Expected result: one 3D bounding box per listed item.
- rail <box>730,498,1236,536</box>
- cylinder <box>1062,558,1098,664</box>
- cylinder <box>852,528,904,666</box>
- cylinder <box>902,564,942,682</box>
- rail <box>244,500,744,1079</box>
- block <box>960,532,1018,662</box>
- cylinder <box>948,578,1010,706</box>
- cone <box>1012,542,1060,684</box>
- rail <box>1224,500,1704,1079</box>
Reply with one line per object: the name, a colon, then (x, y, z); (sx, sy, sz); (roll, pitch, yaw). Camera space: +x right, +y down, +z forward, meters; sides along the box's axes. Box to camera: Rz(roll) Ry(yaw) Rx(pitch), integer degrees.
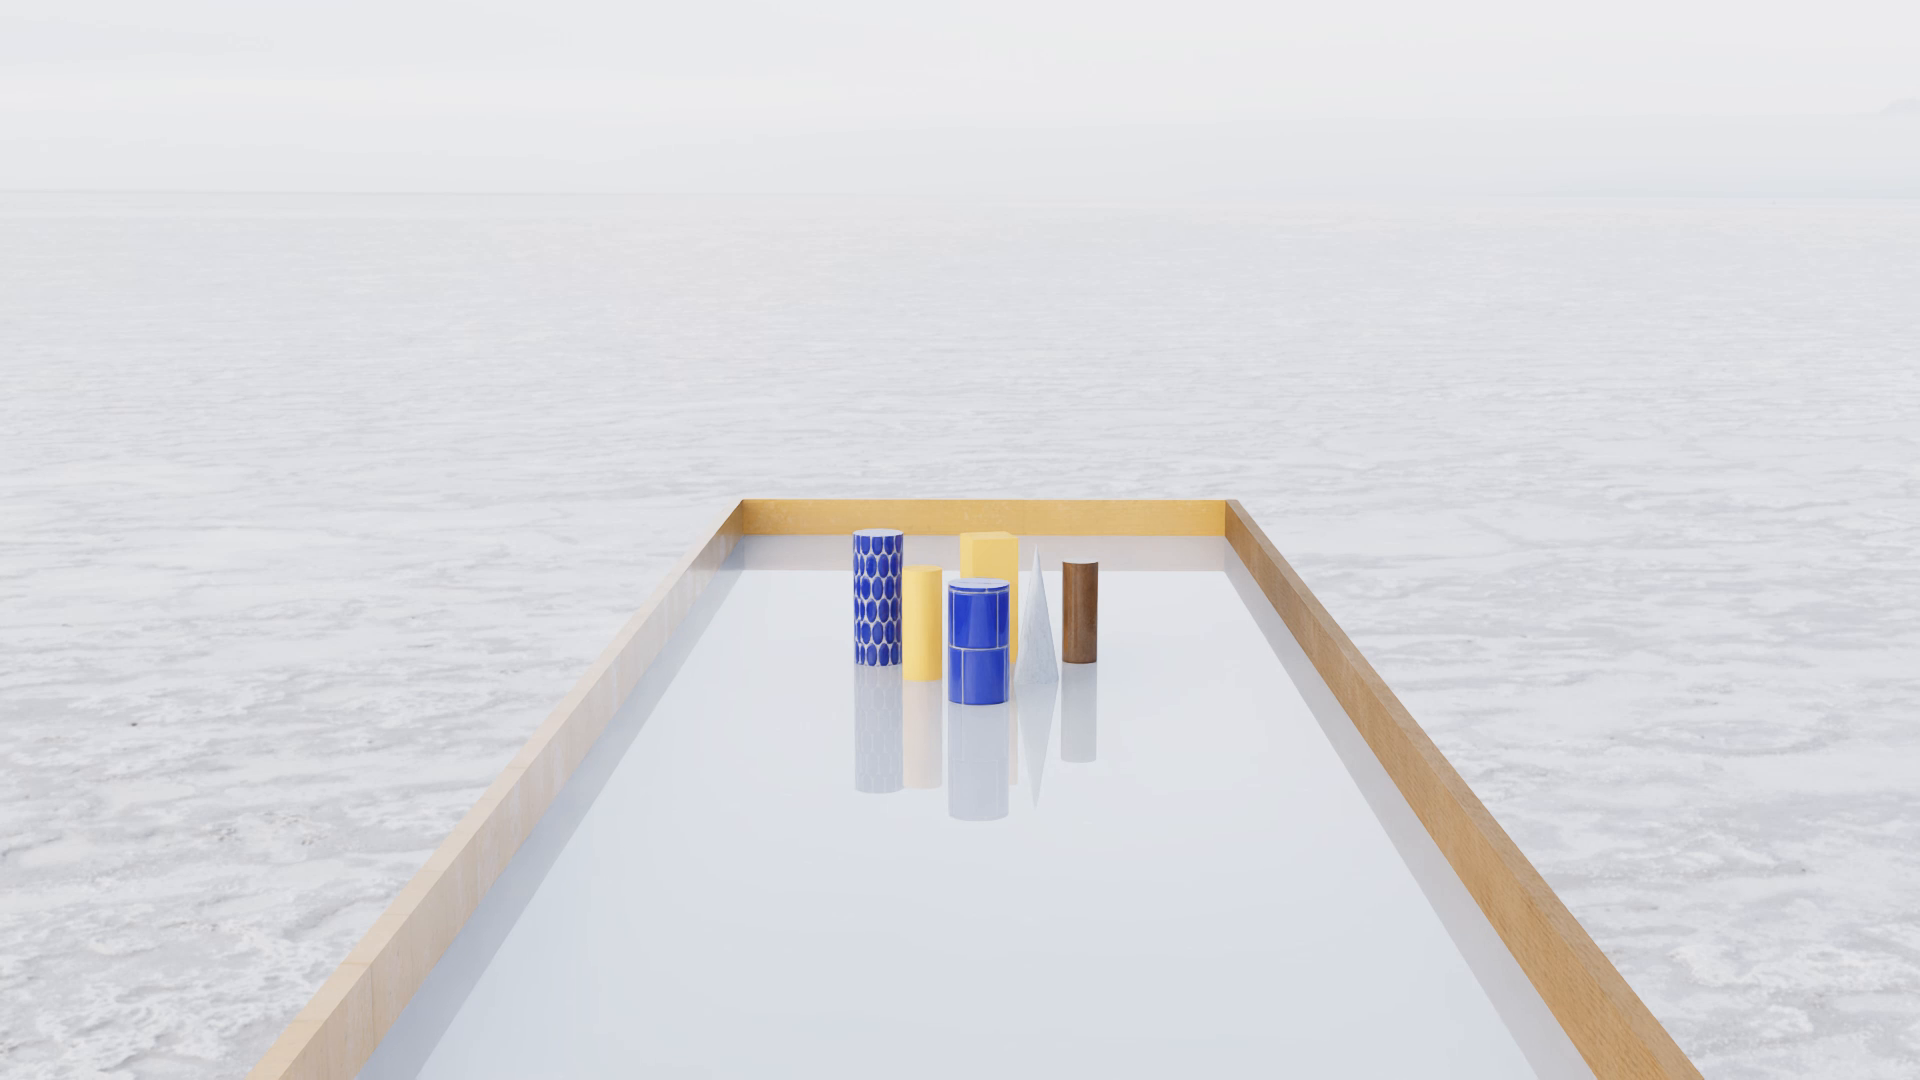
rail: (0.099, -0.098, 9.147); (2.100, 0.150, 0.050); (0, 9, 1)
cylinder: (0.364, 0.214, 6.676); (0.110, 0.308, 0.110); (0, 9, 0)
cylinder: (-0.247, 0.173, 6.657); (0.153, 0.395, 0.153); (0, 9, 0)
cylinder: (-0.110, 0.243, 6.441); (0.117, 0.325, 0.117); (0, 9, 0)
rail: (-1.004, 0.839, 3.234); (0.050, 0.150, 12.000); (0, 9, 1)
block: (0.088, 0.175, 6.687); (0.143, 0.382, 0.143); (-2, 9, -15)
cylinder: (0.053, 0.283, 6.163); (0.173, 0.331, 0.173); (0, 9, 0)
cone: (0.223, 0.206, 6.404); (0.135, 0.408, 0.135); (0, 9, 0)
rail: (1.046, 0.843, 3.208); (0.050, 0.150, 12.000); (0, 9, 1)
